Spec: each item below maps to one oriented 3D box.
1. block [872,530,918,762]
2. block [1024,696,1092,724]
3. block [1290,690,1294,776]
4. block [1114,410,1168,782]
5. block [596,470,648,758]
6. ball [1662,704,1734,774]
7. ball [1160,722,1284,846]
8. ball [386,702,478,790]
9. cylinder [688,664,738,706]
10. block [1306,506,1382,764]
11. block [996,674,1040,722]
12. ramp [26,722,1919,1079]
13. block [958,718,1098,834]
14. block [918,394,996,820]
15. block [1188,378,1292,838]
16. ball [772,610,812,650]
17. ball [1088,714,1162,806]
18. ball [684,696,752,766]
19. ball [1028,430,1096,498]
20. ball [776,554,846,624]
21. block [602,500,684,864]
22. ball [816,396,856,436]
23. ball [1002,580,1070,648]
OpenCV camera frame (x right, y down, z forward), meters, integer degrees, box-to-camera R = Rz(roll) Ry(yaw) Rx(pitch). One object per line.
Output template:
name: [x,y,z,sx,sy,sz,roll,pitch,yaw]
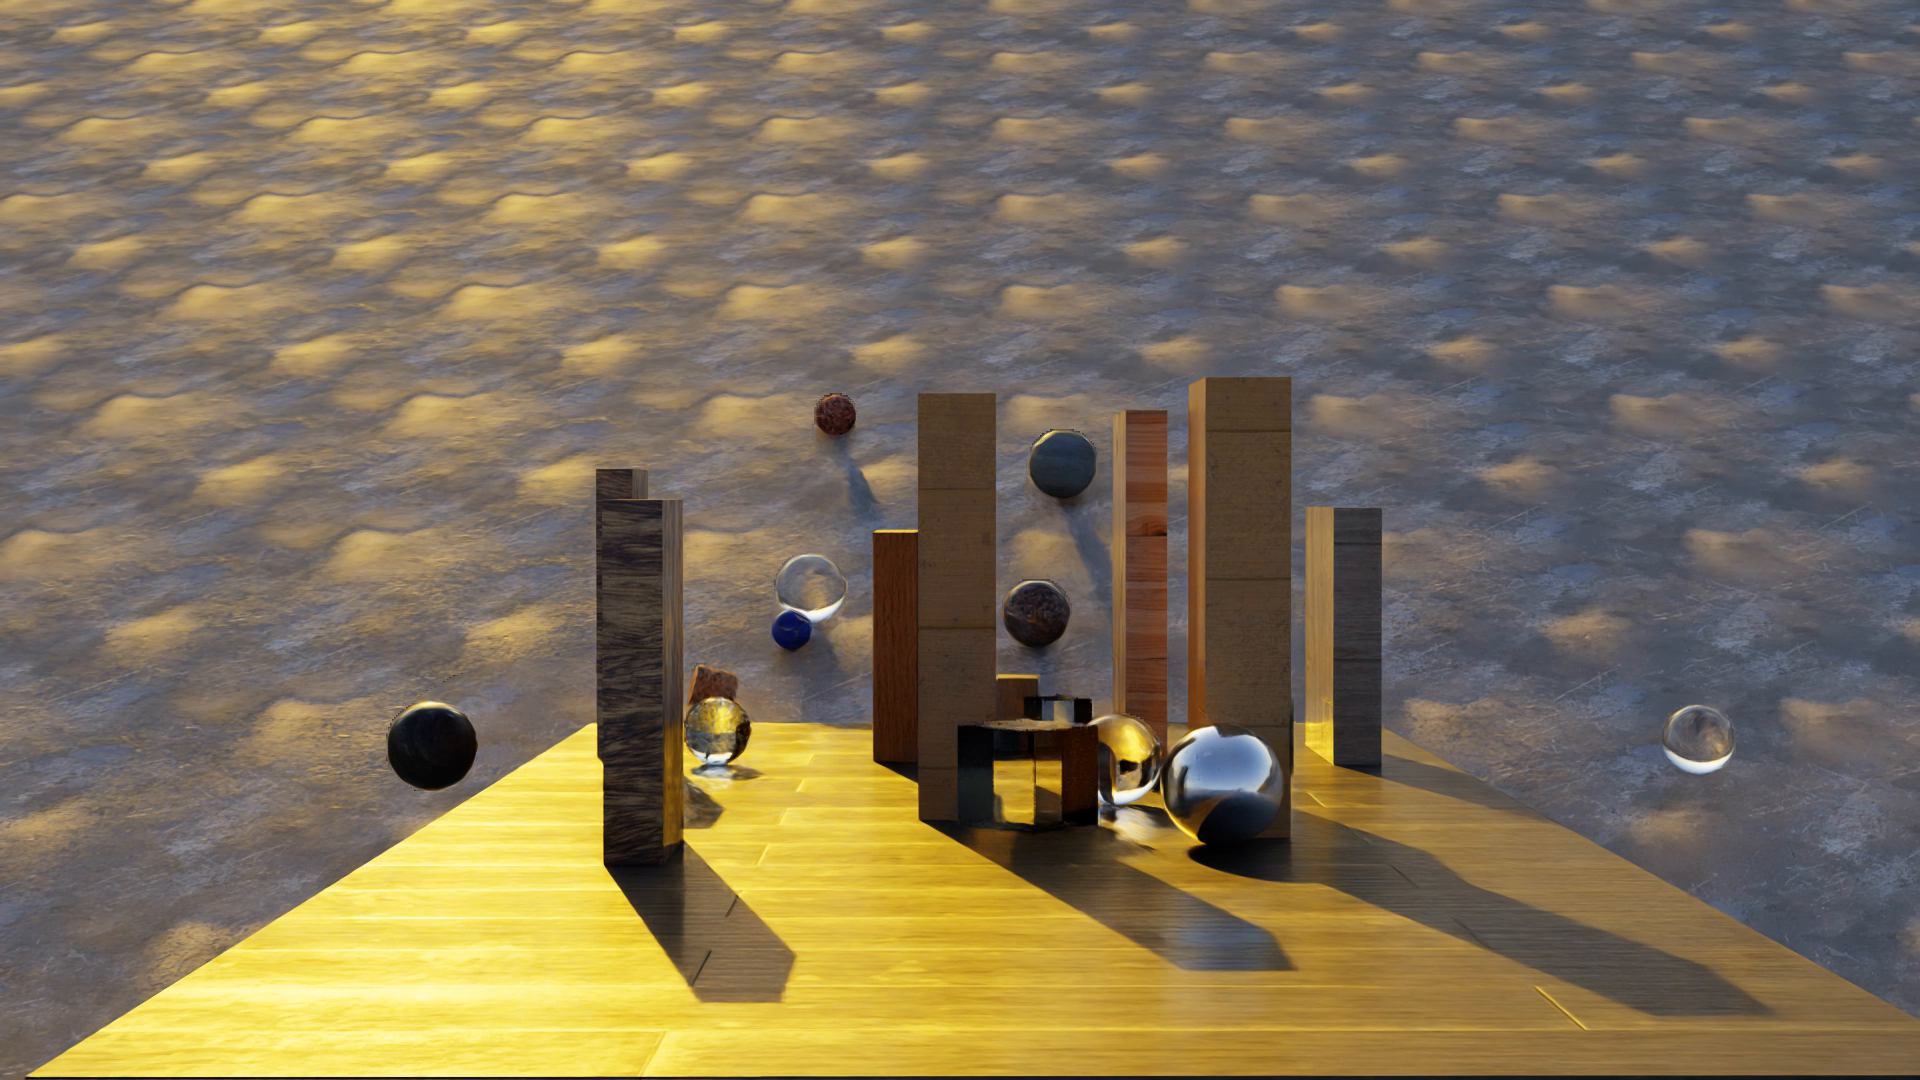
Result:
block: [-0.142,0.230,5.818,0.096,0.500,0.357,0,1,0]
block: [0.225,0.421,5.978,0.112,0.112,0.112,-1,1,-37]
block: [0.618,0.404,5.444,0.165,0.165,0.165,0,1,6]
block: [0.377,0.110,5.433,0.084,0.754,0.415,0,1,0]
block: [-0.766,0.160,5.864,0.081,0.640,0.284,0,1,0]
ball: [1.863,0.503,6.517,0.178,0.178,0.178,0,27,0]
ball: [0.434,0.405,4.282,0.204,0.204,0.204,0,27,0]
ball: [-1.244,0.485,6.086,0.209,0.209,0.209,0,27,0]
cylinder: [-0.648,0.392,6.769,0.108,0.108,0.108,16,25,-11]
block: [0.855,0.204,5.779,0.104,0.554,0.443,0,1,0]
block: [0.110,0.398,6.097,0.154,0.154,0.154,0,1,4]
ramp: [0.061,0.552,4.589,2.000,0.100,4.000,0,1,0]
block: [0.120,0.415,4.557,0.176,0.176,0.176,1,1,42]
block: [-0.005,0.117,4.759,0.139,0.764,0.276,0,1,0]
block: [0.489,0.112,4.539,0.145,0.781,0.319,0,1,0]
ball: [-0.463,0.246,7.094,0.111,0.111,0.111,0,27,0]
ball: [0.293,0.412,4.842,0.172,0.172,0.172,0,27,0]
ball: [-0.524,0.411,5.562,0.147,0.147,0.147,0,27,0]
ball: [0.315,-0.233,7.924,0.209,0.209,0.209,0,27,0]
ball: [-0.417,0.135,7.220,0.195,0.195,0.195,0,27,0]
block: [-0.515,0.222,4.212,0.095,0.575,0.303,0,1,0]
ball: [-0.401,-0.403,8.343,0.130,0.130,0.130,0,27,0]
ball: [0.209,0.202,7.099,0.186,0.186,0.186,0,27,0]
